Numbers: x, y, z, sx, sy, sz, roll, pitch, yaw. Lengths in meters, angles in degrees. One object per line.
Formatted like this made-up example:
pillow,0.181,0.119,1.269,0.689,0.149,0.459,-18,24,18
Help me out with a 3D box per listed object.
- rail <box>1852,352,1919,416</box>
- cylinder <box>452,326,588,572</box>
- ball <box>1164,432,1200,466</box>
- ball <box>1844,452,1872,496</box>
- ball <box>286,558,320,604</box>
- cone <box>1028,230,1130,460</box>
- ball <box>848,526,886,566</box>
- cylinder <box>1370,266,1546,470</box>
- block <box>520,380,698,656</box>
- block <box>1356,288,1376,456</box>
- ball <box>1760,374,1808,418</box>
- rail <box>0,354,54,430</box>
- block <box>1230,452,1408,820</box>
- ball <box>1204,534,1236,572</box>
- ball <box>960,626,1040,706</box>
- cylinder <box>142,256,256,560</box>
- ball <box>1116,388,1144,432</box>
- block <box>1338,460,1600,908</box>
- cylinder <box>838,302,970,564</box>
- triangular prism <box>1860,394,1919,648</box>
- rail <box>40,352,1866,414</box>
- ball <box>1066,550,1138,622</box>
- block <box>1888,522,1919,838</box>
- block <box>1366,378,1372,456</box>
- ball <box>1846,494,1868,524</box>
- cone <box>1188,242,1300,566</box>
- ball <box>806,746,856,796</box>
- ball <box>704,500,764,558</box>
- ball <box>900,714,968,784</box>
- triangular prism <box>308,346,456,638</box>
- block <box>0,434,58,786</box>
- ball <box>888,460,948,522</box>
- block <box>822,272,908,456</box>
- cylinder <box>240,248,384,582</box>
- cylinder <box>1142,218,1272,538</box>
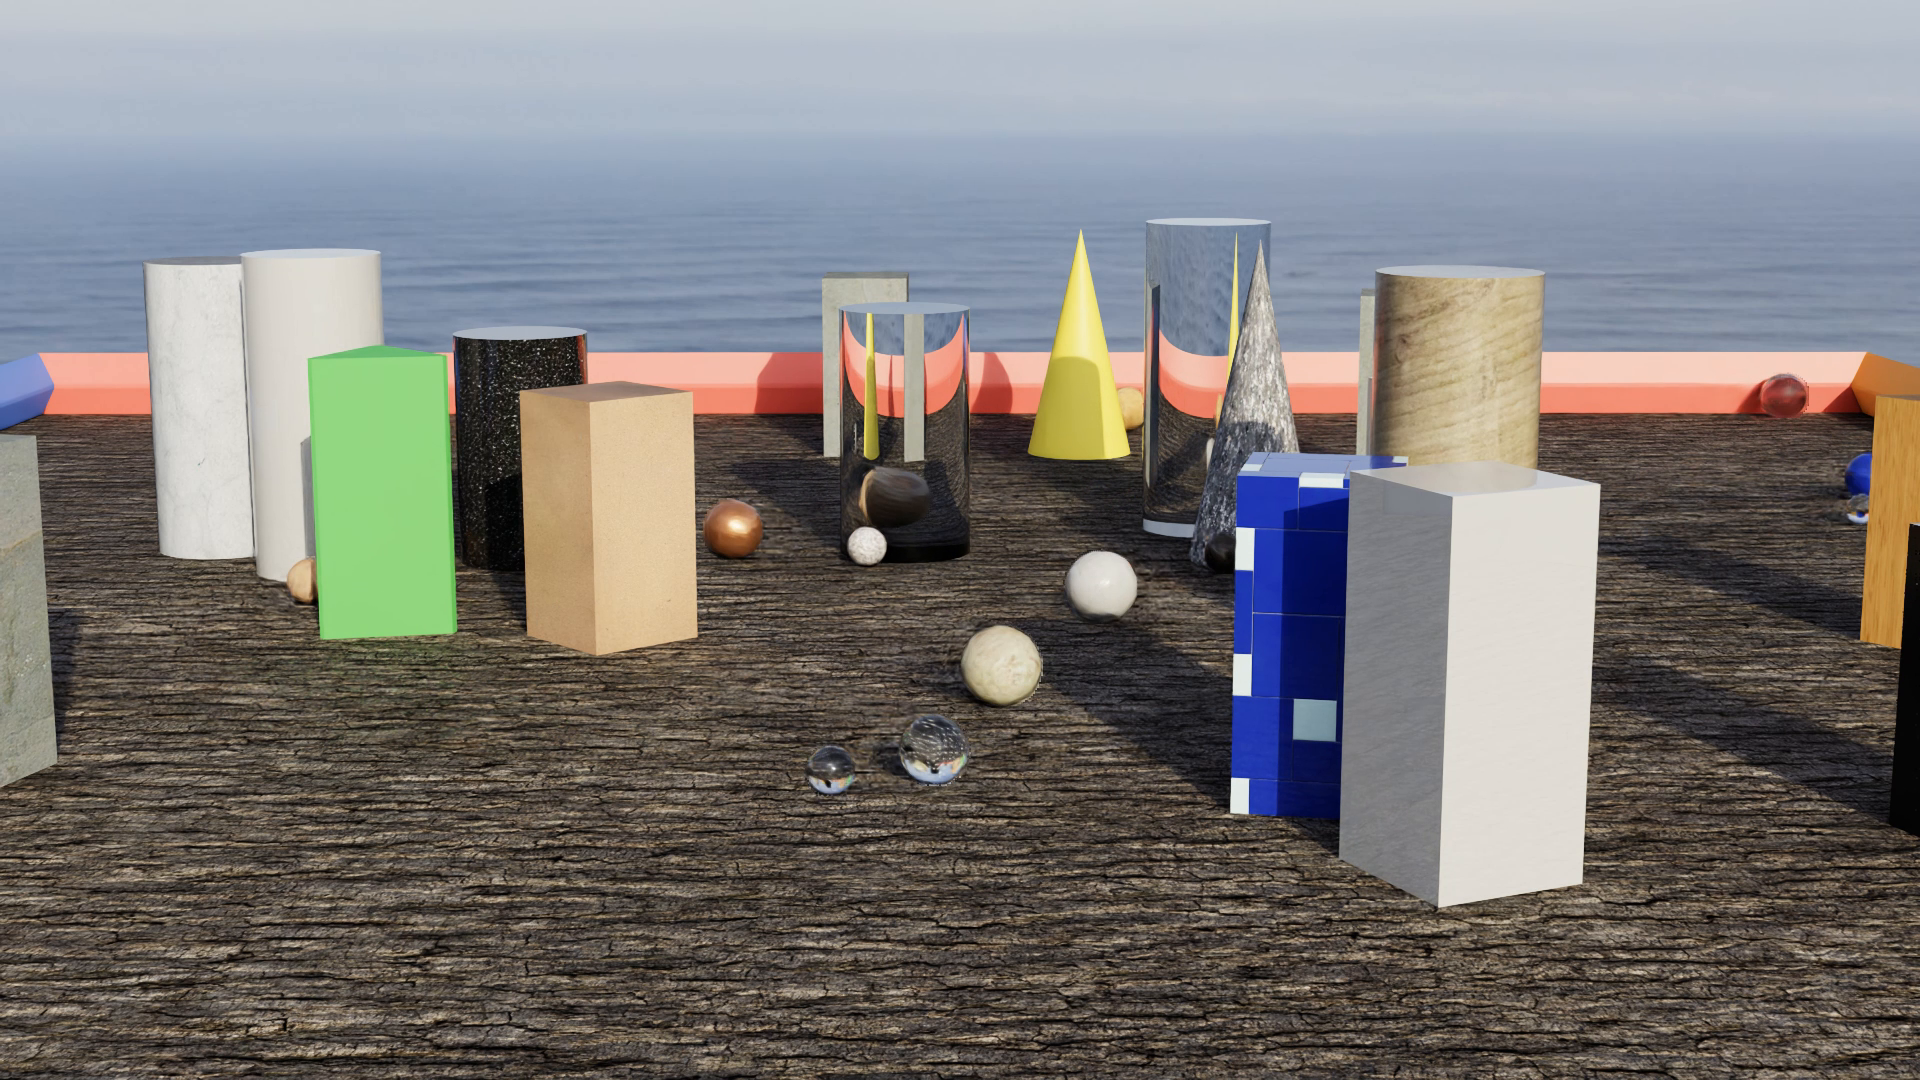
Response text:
rail,1.902,0.031,3.460,0.045,0.127,3.996,0,11,0
cylinder,-0.646,-0.138,3.799,0.195,0.338,0.195,0,11,0
ball,0.407,-0.167,4.704,0.064,0.064,0.064,0,11,0
ball,1.534,-0.106,4.324,0.082,0.082,0.082,0,11,0
ball,-0.888,0.056,3.504,0.062,0.062,0.062,0,11,0
cone,0.226,-0.375,4.844,0.195,0.422,0.195,0,11,0
ball,-0.137,0.010,3.768,0.058,0.058,0.058,0,11,0
cylinder,0.585,-0.074,3.044,0.195,0.487,0.195,0,11,0
block,-0.449,-0.032,3.281,0.156,0.318,0.156,-9,14,-41
block,0.757,-0.248,4.366,0.156,0.346,0.156,2,11,9
ball,1.713,-0.300,5.336,0.095,0.095,0.095,0,11,0
rail,-1.902,0.035,3.438,0.045,0.127,3.996,0,11,0
block,0.359,0.092,2.558,0.156,0.337,0.156,2,11,12
ball,0.382,0.019,3.719,0.057,0.057,0.057,0,11,0
ball,0.047,0.144,2.948,0.092,0.092,0.092,0,11,0
cylinder,-1.122,-0.204,3.881,0.195,0.437,0.195,0,11,0
ball,0.334,-0.262,5.151,0.088,0.088,0.088,0,11,0
block,0.456,0.124,2.314,0.156,0.364,0.156,-5,12,-25
cylinder,-0.083,-0.165,3.856,0.195,0.368,0.195,0,11,0
triangular prism,1.263,-0.023,3.237,0.147,0.315,0.169,-7,13,-35
rail,-0.011,-0.327,5.390,3.852,0.127,0.045,0,11,0
ball,0.187,0.061,3.387,0.095,0.095,0.095,0,11,0
block,1.001,0.139,2.415,0.156,0.297,0.156,-4,11,-18
block,0.716,-0.107,3.829,0.156,0.265,0.156,-5,12,-27
ball,1.445,-0.049,4.111,0.049,0.049,0.049,0,11,0
cone,0.439,-0.206,3.790,0.195,0.475,0.195,0,11,0
ball,-0.130,0.232,2.589,0.050,0.050,0.050,0,11,0
ball,-0.337,-0.016,3.822,0.088,0.088,0.088,0,11,0
ball,-0.027,0.215,2.627,0.071,0.071,0.071,0,11,0
triangular prism,-0.754,-0.067,3.351,0.169,0.361,0.147,-2,11,-12
block,-1.050,0.074,2.625,0.156,0.349,0.156,3,11,16
ball,-0.069,-0.079,4.137,0.098,0.098,0.098,0,11,0
block,-0.177,-0.336,4.872,0.156,0.334,0.156,0,11,1
cylinder,-0.928,-0.183,3.707,0.195,0.460,0.195,0,11,0
cylinder,0.387,-0.258,4.044,0.195,0.484,0.195,0,11,0
